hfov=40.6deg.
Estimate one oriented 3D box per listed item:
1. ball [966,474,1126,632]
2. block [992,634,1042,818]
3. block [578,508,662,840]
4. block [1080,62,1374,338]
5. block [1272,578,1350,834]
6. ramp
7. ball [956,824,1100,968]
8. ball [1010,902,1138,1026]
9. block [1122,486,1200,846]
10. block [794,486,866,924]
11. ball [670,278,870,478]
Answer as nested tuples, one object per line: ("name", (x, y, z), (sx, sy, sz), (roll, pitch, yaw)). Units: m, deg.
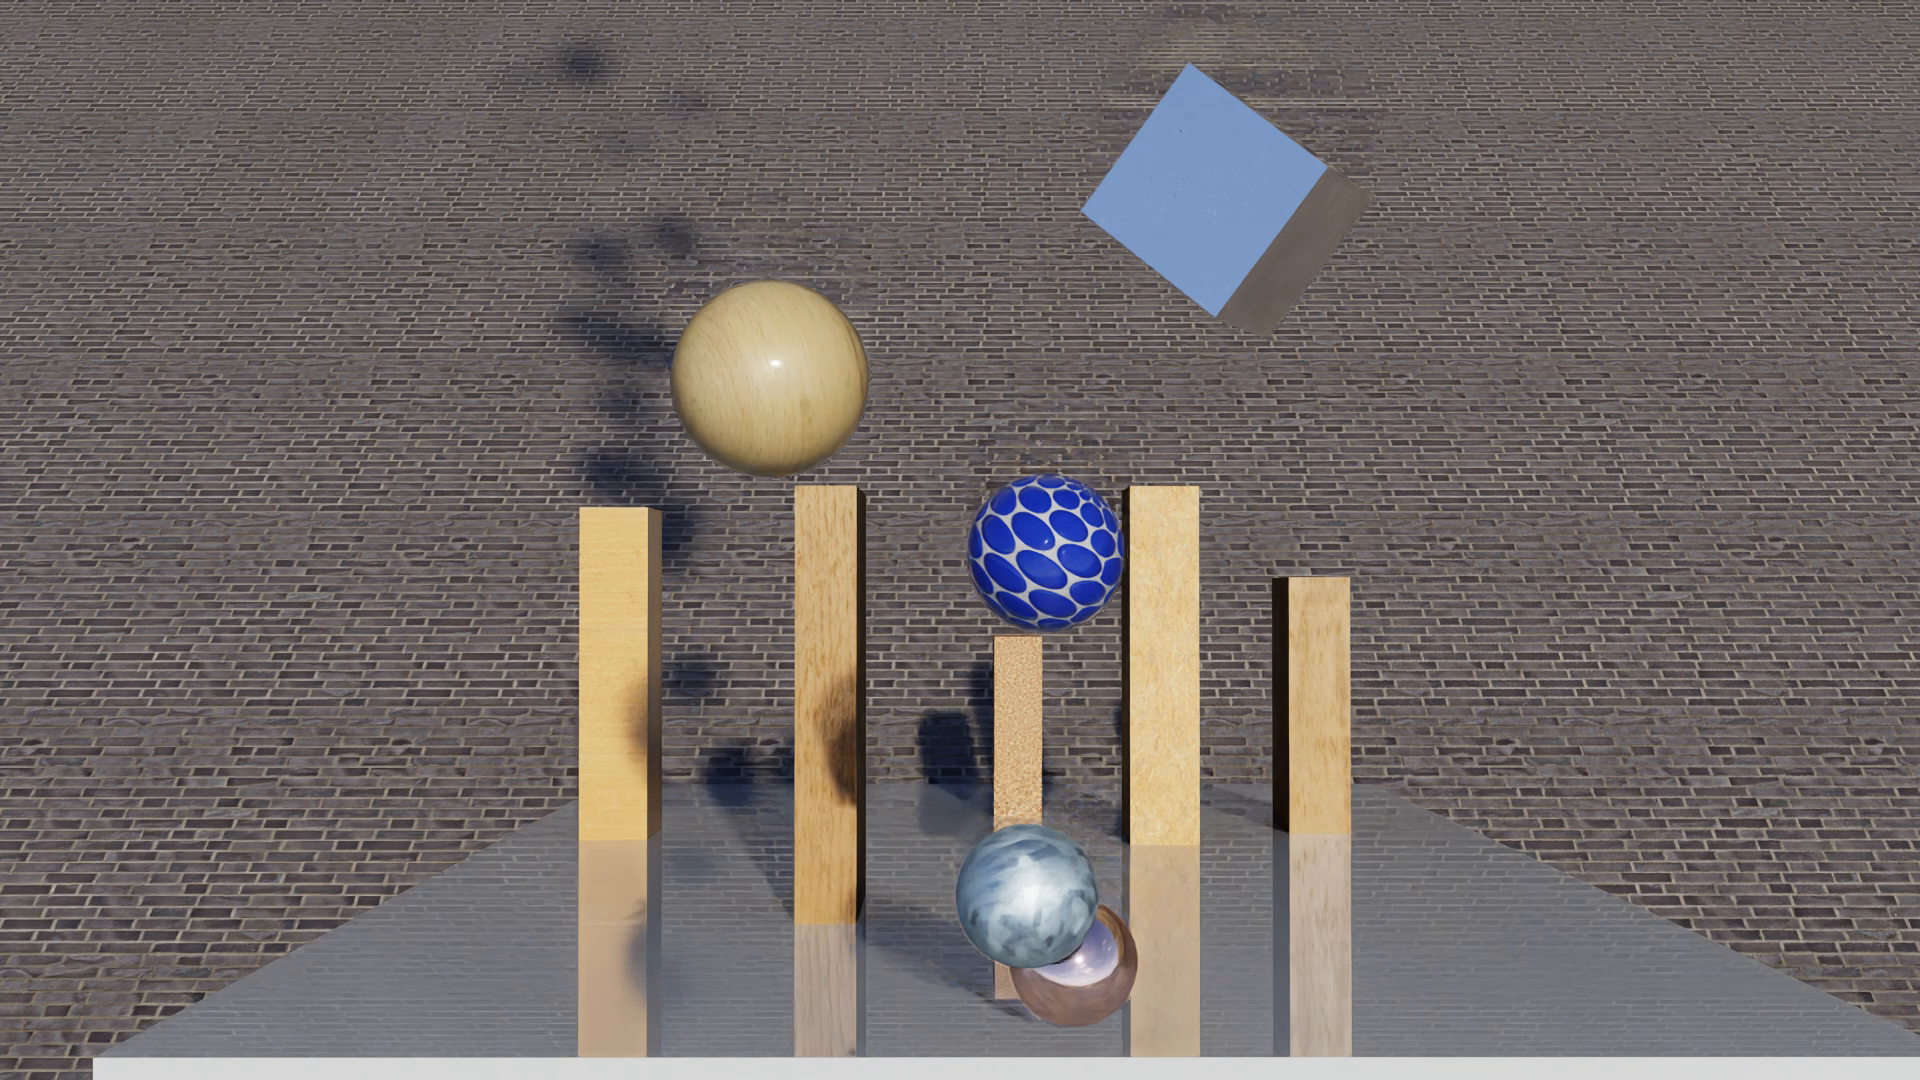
("ball", (0.082, 0.012, 2.478), (0.151, 0.151, 0.151), (0, 33, 0))
("block", (0.130, 0.418, 5.906), (0.106, 0.401, 0.294), (0, -1, 0))
("block", (-0.699, 0.272, 5.354), (0.137, 0.671, 0.254), (0, -1, 0))
("block", (0.263, -0.328, 2.534), (0.174, 0.174, 0.174), (41, 13, 19))
("block", (0.744, 0.345, 5.509), (0.127, 0.530, 0.288), (0, -1, 0))
("ramp", (0.074, 0.644, 4.768), (2.000, 0.100, 4.000), (0, -1, 0))
("ball", (0.073, 0.386, 2.814), (0.155, 0.155, 0.155), (0, 33, 0))
("ball", (0.128, 0.475, 2.922), (0.145, 0.145, 0.145), (0, 33, 0))
("block", (0.404, 0.250, 5.258), (0.137, 0.708, 0.267), (0, -1, 0))
("block", (-0.202, 0.251, 4.093), (0.093, 0.658, 0.394), (0, -1, 0))
("ball", (-0.195, -0.166, 2.669), (0.204, 0.204, 0.204), (0, 33, 0))
